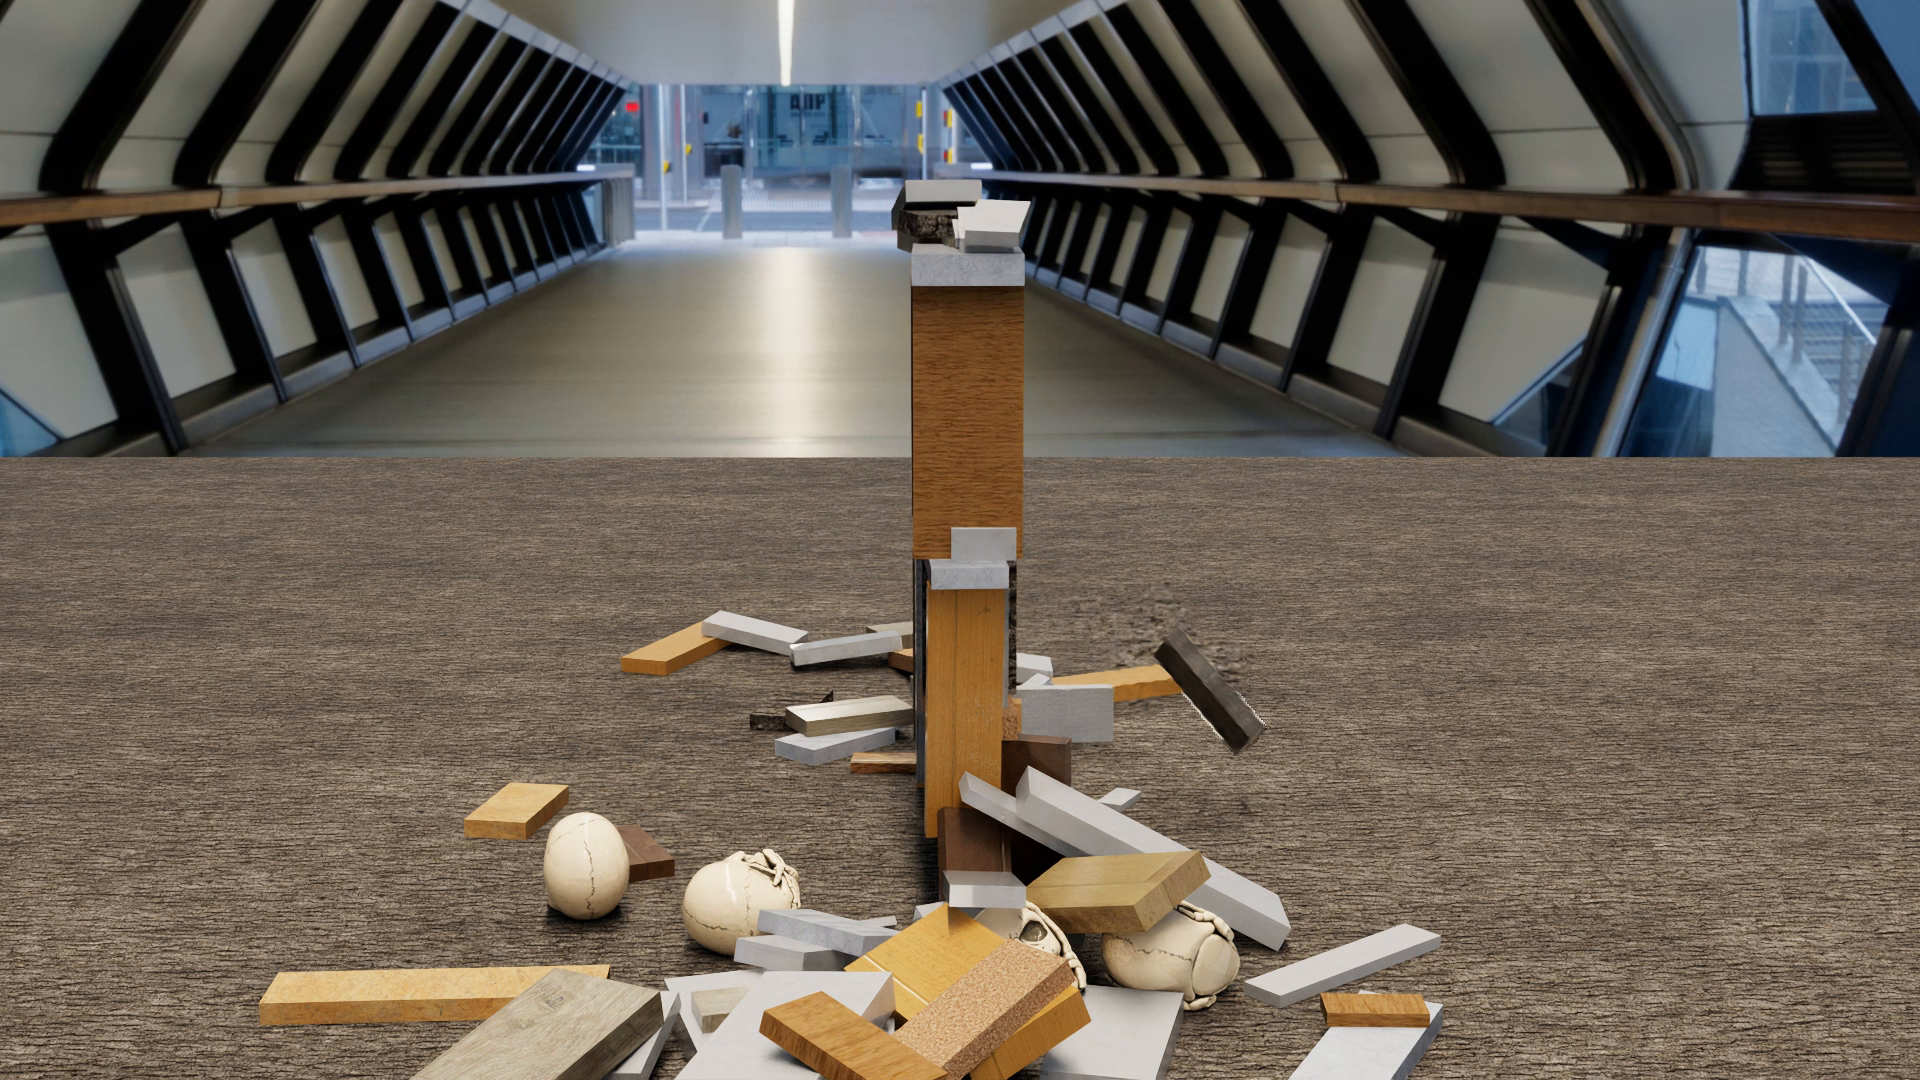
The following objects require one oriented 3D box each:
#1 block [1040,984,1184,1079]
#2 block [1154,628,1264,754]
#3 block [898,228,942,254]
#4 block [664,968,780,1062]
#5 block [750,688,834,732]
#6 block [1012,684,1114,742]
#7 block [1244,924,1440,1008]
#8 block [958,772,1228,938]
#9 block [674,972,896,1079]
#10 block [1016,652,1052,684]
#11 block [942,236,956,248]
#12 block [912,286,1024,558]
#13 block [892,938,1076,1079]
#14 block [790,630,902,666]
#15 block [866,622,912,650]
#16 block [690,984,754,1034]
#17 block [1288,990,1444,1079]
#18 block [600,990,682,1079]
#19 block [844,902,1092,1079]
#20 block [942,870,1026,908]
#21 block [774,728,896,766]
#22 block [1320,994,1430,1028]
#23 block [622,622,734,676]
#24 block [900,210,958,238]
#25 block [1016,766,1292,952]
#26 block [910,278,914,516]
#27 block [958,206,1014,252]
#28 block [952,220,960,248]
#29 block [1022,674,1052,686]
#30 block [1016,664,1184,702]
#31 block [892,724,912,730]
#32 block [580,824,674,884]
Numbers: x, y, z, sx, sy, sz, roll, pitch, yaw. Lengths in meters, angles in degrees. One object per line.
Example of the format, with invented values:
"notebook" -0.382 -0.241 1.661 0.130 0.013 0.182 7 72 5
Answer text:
"block" 0.212 0.691 3.010 0.151 0.043 0.302 2 11 13
"block" 0.463 0.283 4.110 0.034 0.242 0.121 -36 -13 -16
"block" -0.027 -0.527 3.883 0.132 0.037 0.291 -2 11 -9
"block" -0.292 0.683 3.034 0.175 0.049 0.349 -3 11 -17
"block" -0.364 0.368 4.775 0.118 0.034 0.237 2 11 12
"block" 0.202 0.362 4.579 0.231 0.116 0.033 -1 11 -5
"block" 0.583 0.643 3.331 0.374 0.020 0.071 -9 14 -40
"block" 0.209 0.495 3.457 0.473 0.023 0.081 29 9 -11
"block" -0.219 0.641 2.781 0.179 0.051 0.364 -3 11 15
"block" 0.076 0.279 4.941 0.257 0.036 0.129 8 11 -2
"block" 0.002 -0.482 3.545 0.051 0.014 0.102 -1 10 -7
"block" 0.012 -0.184 3.399 0.170 0.424 0.048 0 11 -1
"block" 0.022 0.608 2.827 0.239 0.034 0.120 -34 25 -31
"block" -0.273 0.257 5.243 0.256 0.036 0.128 -8 4 -8
"block" -0.090 0.233 5.490 0.257 0.036 0.129 -5 12 -27
"block" -0.276 0.643 3.041 0.178 0.025 0.089 -3 11 -17
"block" 0.555 0.698 2.994 0.120 0.034 0.343 5 12 26
"block" -0.448 0.677 2.988 0.089 0.025 0.178 -3 25 12
"block" 0.004 0.610 2.957 0.179 0.051 0.358 -30 23 -21
"block" 0.032 0.509 3.210 0.106 0.030 0.327 2 -5 -2
"block" -0.256 0.414 4.526 0.116 0.033 0.231 10 14 42
"block" 0.579 0.657 3.070 0.141 0.020 0.071 0 11 2
"block" -0.667 0.260 5.357 0.118 0.034 0.432 4 11 20
"block" -0.023 -0.538 3.733 0.132 0.037 0.264 -2 10 -8
"block" 0.301 0.499 3.462 0.460 0.043 0.151 28 10 -4
"block" -0.008 -0.257 3.941 0.157 0.427 0.045 0 11 -1
"block" 0.039 -0.480 3.399 0.081 0.023 0.163 0 25 -1
"block" 0.015 -0.487 3.493 0.051 0.014 0.102 0 25 -4
"block" 0.144 0.338 4.832 0.116 0.016 0.058 -36 23 -17
"block" 0.350 0.330 4.971 0.458 0.036 0.128 -5 12 -26
"block" -0.132 0.386 4.720 0.058 0.016 0.116 8 13 36
"block" -0.581 0.545 3.826 0.106 0.030 0.212 -5 12 -25
